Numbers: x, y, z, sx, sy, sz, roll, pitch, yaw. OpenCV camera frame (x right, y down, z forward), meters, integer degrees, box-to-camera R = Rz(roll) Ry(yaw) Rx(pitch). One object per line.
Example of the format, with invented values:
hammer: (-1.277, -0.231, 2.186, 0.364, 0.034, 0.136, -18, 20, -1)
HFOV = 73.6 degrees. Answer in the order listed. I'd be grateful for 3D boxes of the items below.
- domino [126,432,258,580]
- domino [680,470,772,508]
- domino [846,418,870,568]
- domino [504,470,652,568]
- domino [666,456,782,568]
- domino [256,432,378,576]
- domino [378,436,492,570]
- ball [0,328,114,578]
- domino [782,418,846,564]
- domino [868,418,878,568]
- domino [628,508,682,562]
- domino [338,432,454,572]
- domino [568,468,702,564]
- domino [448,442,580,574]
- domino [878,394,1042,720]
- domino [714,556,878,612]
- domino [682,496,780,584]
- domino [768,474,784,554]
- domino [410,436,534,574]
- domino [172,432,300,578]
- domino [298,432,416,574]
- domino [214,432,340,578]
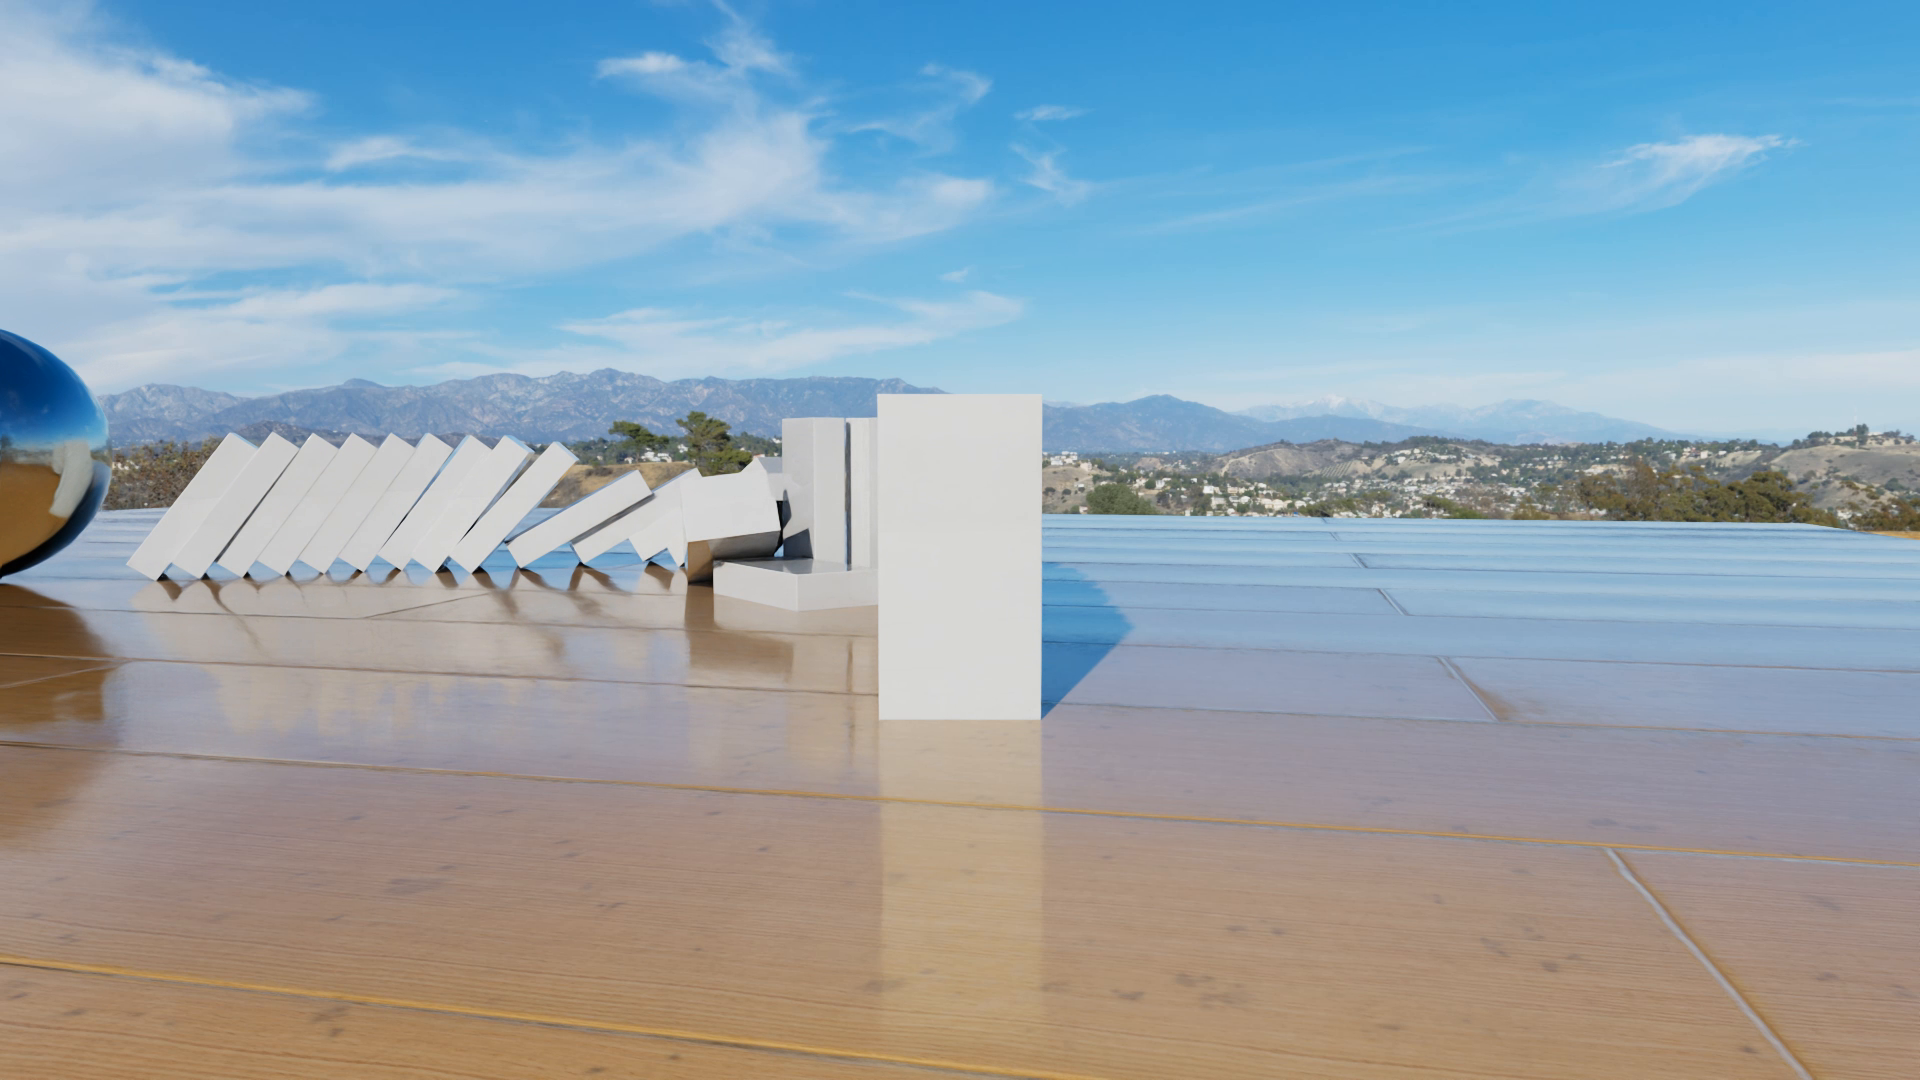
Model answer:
domino: (-0.245, -0.011, 0.412, 0.009, 0.050, 0.025, 37, -12, -23)
domino: (-0.071, -0.004, 0.391, 0.025, 0.009, 0.050, -8, -23, -13)
domino: (-0.023, -0.011, 0.385, 0.010, 0.050, 0.025, 2, 5, 30)
domino: (-0.133, -0.008, 0.446, 0.050, 0.010, 0.025, -32, 12, -17)
domino: (-0.076, -0.010, 0.442, 0.050, 0.010, 0.025, -40, -15, 25)
domino: (-0.214, -0.013, 0.427, 0.010, 0.050, 0.025, 37, -12, -23)
domino: (-0.182, -0.014, 0.445, 0.010, 0.050, 0.025, 39, -12, -22)
ball: (-0.305, -0.027, 0.391, 0.080, 0.080, 0.080, 0, 4, 0)
domino: (-0.044, -0.011, 0.380, 0.010, 0.050, 0.025, -2, 5, -29)
domino: (-0.013, -0.010, 0.373, 0.025, 0.050, 0.010, -2, 5, -29)
domino: (-0.093, -0.010, 0.459, 0.050, 0.010, 0.025, -31, 4, -7)
domino: (-0.193, -0.014, 0.439, 0.010, 0.050, 0.025, 37, -12, -23)
domino: (-0.115, -0.009, 0.457, 0.050, 0.010, 0.025, -32, 11, -17)
domino: (-0.150, -0.012, 0.434, 0.009, 0.050, 0.025, 43, -6, -13)
domino: (0.000, 0.002, 0.201, 0.025, 0.050, 0.009, 0, 4, 0)
domino: (-0.046, 0.011, 0.352, 0.025, 0.010, 0.050, -3, 5, -35)
domino: (-0.067, 0.001, 0.370, 0.025, 0.009, 0.050, -8, -13, -14)
domino: (-0.067, -0.005, 0.419, 0.025, 0.010, 0.050, -3, -25, -36)
domino: (-0.165, -0.013, 0.435, 0.009, 0.050, 0.025, 38, -5, -13)
domino: (-0.233, -0.012, 0.415, 0.010, 0.050, 0.025, 37, -13, -23)
domino: (-0.203, -0.013, 0.433, 0.009, 0.050, 0.025, 37, -12, -23)
domino: (-0.224, -0.012, 0.422, 0.009, 0.050, 0.025, 37, -12, -23)
